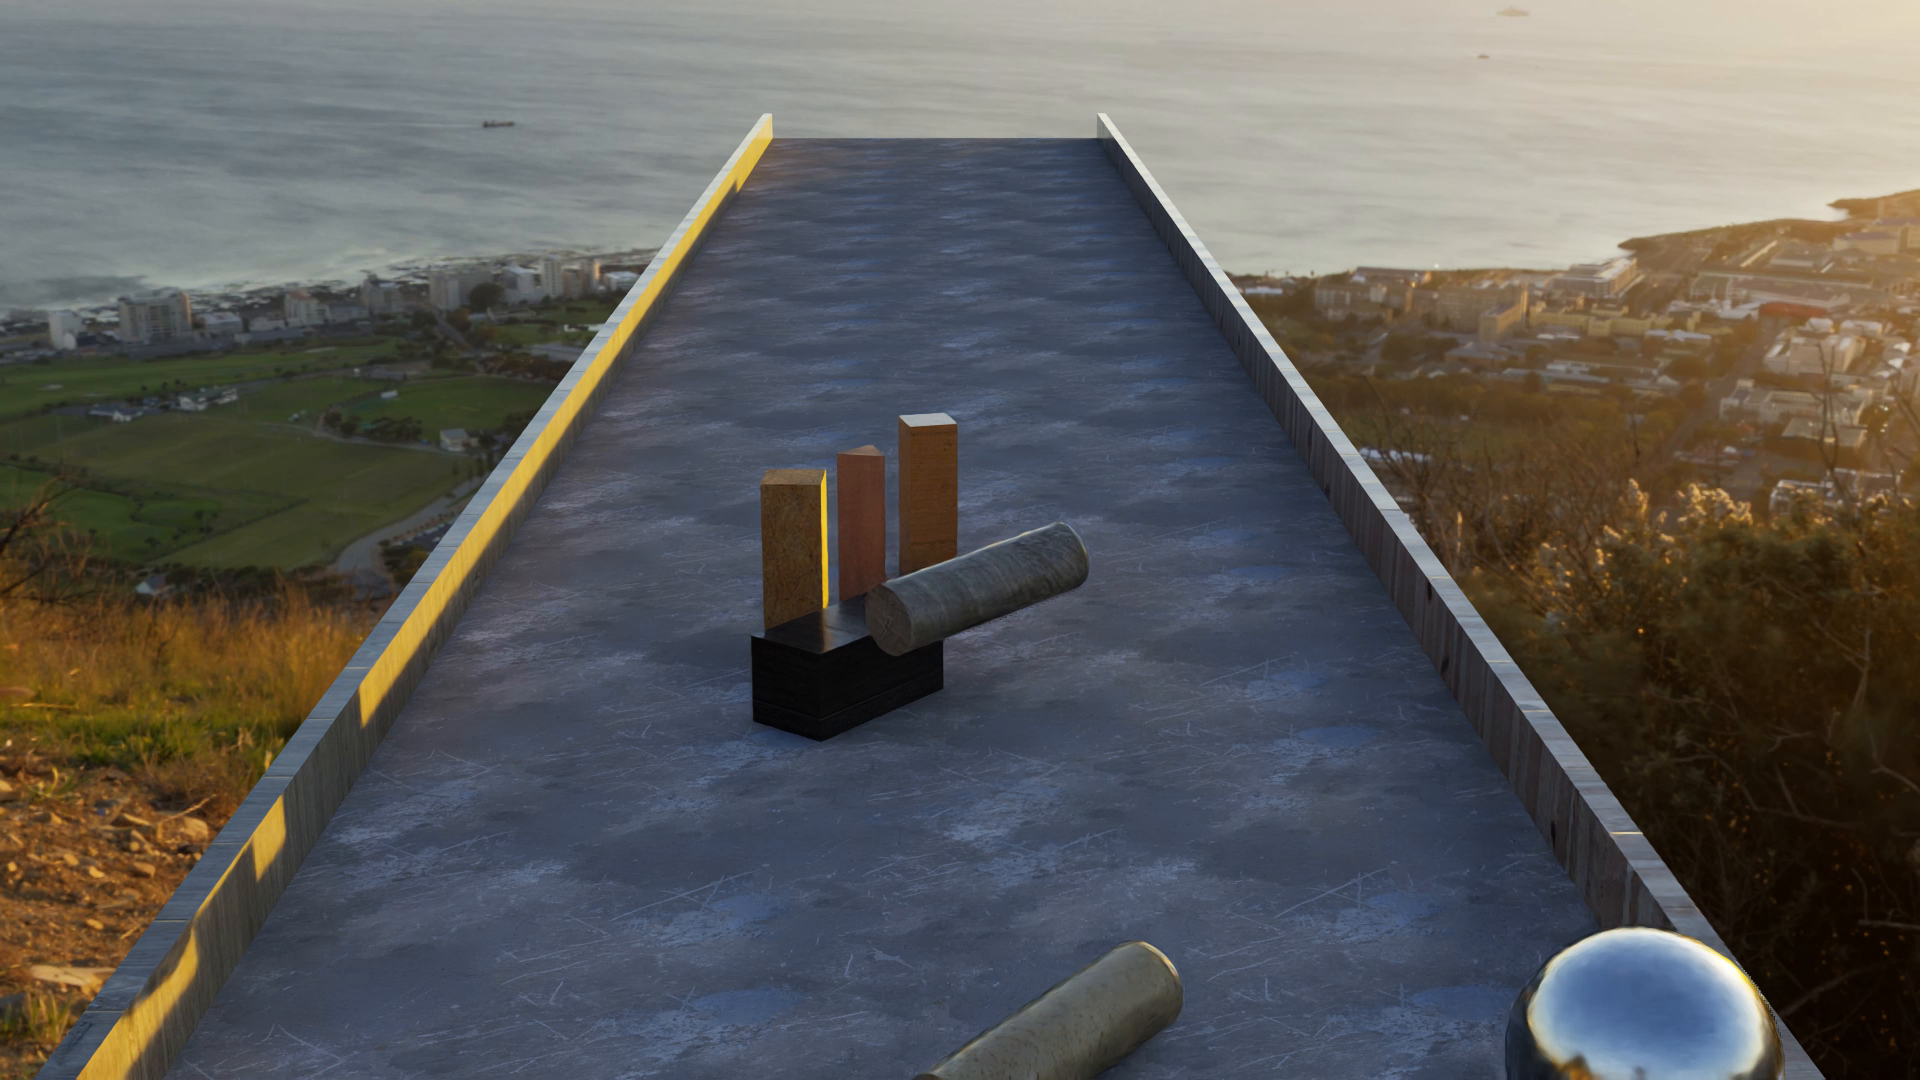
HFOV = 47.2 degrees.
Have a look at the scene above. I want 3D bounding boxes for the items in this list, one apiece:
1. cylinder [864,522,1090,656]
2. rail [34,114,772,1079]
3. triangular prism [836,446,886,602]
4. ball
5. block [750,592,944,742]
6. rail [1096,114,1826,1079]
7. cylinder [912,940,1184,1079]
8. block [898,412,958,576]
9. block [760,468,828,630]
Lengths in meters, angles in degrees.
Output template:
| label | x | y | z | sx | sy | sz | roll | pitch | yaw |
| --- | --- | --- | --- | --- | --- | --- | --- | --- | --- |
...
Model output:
| label | x | y | z | sx | sy | sz | roll | pitch | yaw |
| --- | --- | --- | --- | --- | --- | --- | --- | --- | --- |
| cylinder | 0.036 | 0.088 | 4.132 | 0.447 | 0.135 | 0.135 | -19 | 25 | -37 |
| rail | -1.118 | -0.838 | 7.780 | 0.050 | 0.150 | 12.000 | 0 | 17 | -1 |
| triangular prism | -0.198 | -0.017 | 4.657 | 0.101 | 0.358 | 0.087 | 3 | 17 | 11 |
| ball | 0.806 | 0.616 | 2.600 | 0.316 | 0.316 | 0.316 | 0 | 17 | 0 |
| block | -0.208 | 0.231 | 4.152 | 0.169 | 0.169 | 0.356 | 13 | 21 | 36 |
| rail | 0.932 | -0.844 | 7.801 | 0.050 | 0.150 | 12.000 | 0 | 17 | -1 |
| cylinder | 0.113 | 0.651 | 2.809 | 0.127 | 0.127 | 0.443 | 12 | 21 | 36 |
| block | -0.072 | -0.094 | 4.913 | 0.108 | 0.359 | 0.108 | -5 | 17 | -15 |
| block | -0.328 | 0.055 | 4.381 | 0.118 | 0.376 | 0.118 | 0 | 17 | 1 |
